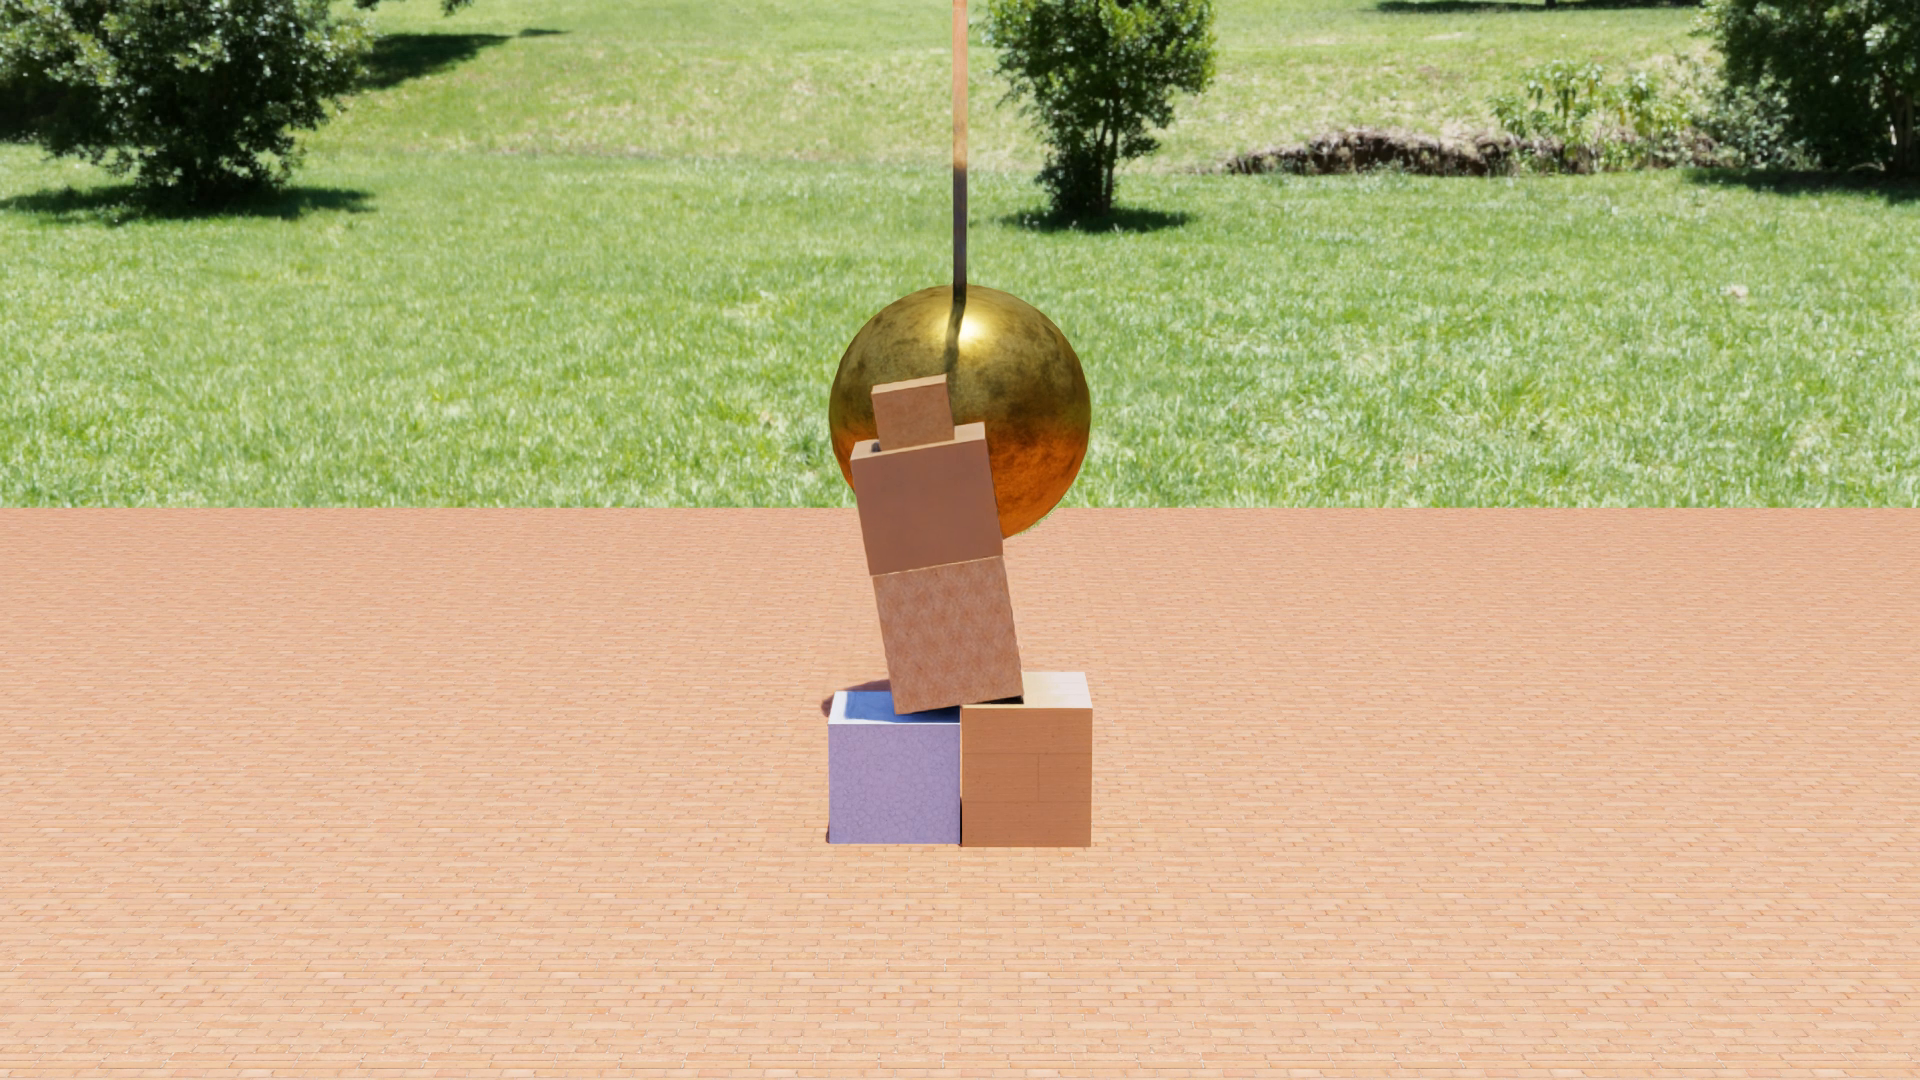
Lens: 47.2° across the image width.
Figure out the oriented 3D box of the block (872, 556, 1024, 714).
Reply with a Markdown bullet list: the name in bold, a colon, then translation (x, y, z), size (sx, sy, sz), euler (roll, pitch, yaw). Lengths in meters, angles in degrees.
- **block**: translation (-0.057, 0.416, 11.273), size (0.652, 0.716, 0.687), euler (-9, 10, 2)

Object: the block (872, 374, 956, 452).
- **block**: translation (-0.231, -0.641, 11.052), size (0.372, 0.291, 0.375), euler (-9, 10, 2)

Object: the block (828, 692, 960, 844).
- **block**: translation (-0.330, 1.169, 11.389), size (0.660, 0.625, 0.668), euler (0, 10, 0)

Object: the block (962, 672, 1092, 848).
- **block**: translation (0.335, 1.123, 11.368), size (0.649, 0.722, 0.753), euler (0, 10, 0)

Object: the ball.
- **ball**: translation (0.000, -0.753, 13.376), size (1.600, 1.600, 1.600), euler (0, 10, 0)

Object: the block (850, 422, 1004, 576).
- **block**: translation (-0.162, -0.217, 11.149), size (0.674, 0.591, 0.653), euler (-9, 10, 2)

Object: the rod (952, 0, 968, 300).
- **rod**: translation (0.000, -3.611, 11.535), size (0.080, 5.200, 0.080), euler (0, 33, 0)
